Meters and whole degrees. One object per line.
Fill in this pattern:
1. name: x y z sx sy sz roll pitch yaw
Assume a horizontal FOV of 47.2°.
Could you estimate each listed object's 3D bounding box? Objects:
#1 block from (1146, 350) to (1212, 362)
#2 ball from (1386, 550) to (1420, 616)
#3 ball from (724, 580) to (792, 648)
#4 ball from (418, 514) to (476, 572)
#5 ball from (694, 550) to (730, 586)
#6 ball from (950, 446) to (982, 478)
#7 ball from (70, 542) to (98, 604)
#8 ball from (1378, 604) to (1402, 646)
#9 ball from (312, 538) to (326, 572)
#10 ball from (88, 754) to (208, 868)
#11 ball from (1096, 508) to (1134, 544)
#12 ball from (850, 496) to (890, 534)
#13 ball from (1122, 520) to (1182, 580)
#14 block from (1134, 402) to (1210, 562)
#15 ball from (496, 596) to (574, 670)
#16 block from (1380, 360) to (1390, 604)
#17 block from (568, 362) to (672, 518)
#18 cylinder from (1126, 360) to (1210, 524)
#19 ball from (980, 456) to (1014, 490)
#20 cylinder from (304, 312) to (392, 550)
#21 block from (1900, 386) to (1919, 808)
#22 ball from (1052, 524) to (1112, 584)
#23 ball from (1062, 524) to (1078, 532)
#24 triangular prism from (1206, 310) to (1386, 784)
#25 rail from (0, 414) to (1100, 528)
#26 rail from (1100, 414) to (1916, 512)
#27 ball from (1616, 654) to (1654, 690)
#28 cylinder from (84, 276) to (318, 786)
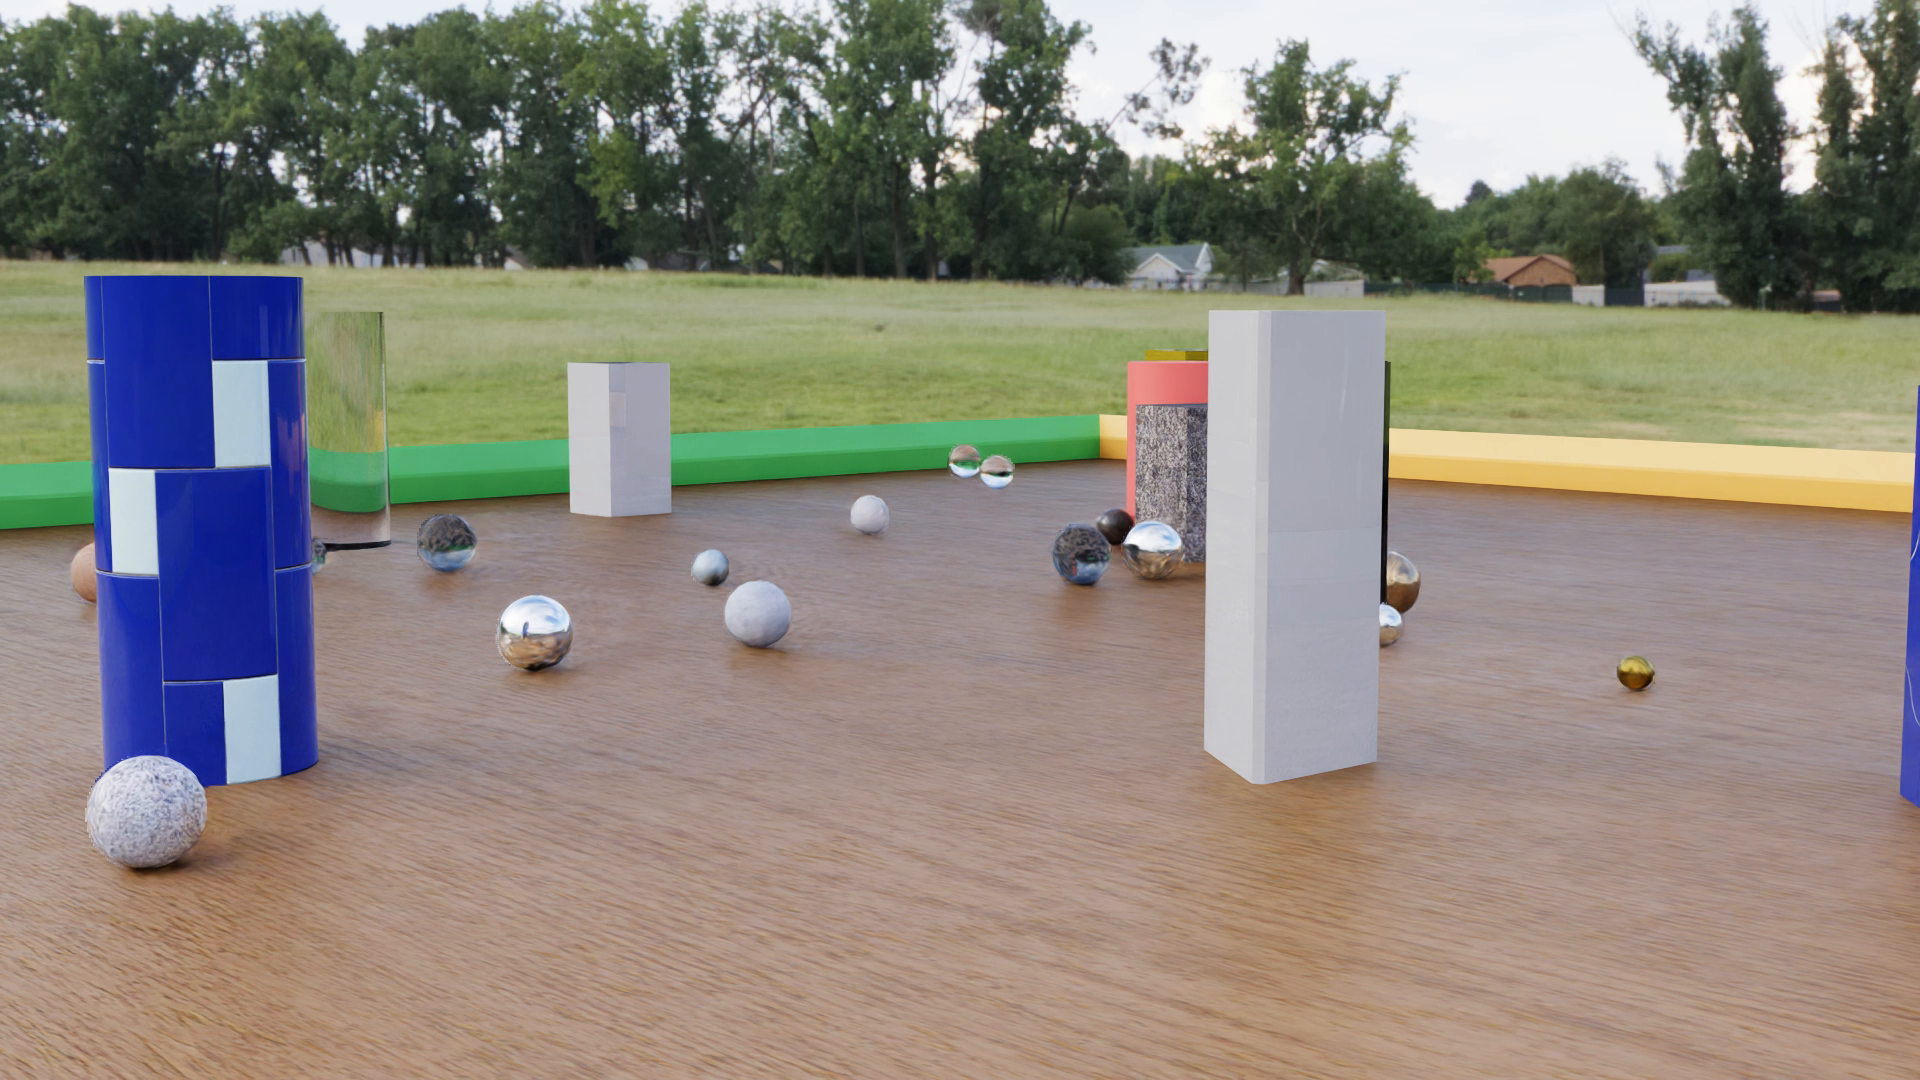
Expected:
1. block: 0.498 -0.217 4.620 0.160 0.363 0.160 -3 7 -26
2. ball: 0.618 0.065 3.191 0.099 0.099 0.099 0 6 0
3. ball: -0.268 0.098 2.917 0.089 0.089 0.089 0 6 0
4. ball: -0.878 0.005 3.765 0.098 0.098 0.098 0 6 0
5. ball: -0.404 0.045 3.571 0.059 0.059 0.059 0 6 0
6. ball: 0.014 -0.211 5.899 0.087 0.087 0.087 0 6 0
7. ball: -1.301 0.050 3.344 0.097 0.097 0.097 0 6 0
8. ball: 0.561 0.114 2.928 0.057 0.057 0.057 0 6 0
9. ball: -1.110 0.026 3.742 0.062 0.062 0.062 0 6 0
10. ball: -0.651 0.218 1.763 0.091 0.091 0.091 0 6 0
11. ball: 0.295 -0.026 4.199 0.071 0.071 0.071 0 6 0
12. ball: -0.180 -0.050 4.392 0.078 0.078 0.078 0 6 0
13. ball: 0.320 0.017 3.649 0.100 0.100 0.100 0 6 0
14. block: 0.430 -0.107 3.997 0.160 0.275 0.160 -3 7 -30
15. ball: -0.527 0.115 2.730 0.094 0.094 0.094 0 6 0
16. block: 0.501 -0.058 3.025 0.160 0.377 0.160 1 6 6
17. block: -0.752 -0.226 4.859 0.160 0.331 0.160 -6 8 -43
18. cylinder: 0.421 -0.169 4.237 0.200 0.347 0.200 0 6 0
19. ball: 0.092 -0.169 5.519 0.083 0.083 0.083 0 6 0
20. cylinder: -1.189 -0.211 4.175 0.200 0.443 0.200 0 6 0
21. block: 0.939 0.056 1.926 0.160 0.378 0.160 1 6 7
22. ball: 0.198 0.024 3.598 0.097 0.097 0.097 0 6 0
23. ball: 0.210 0.003 3.936 0.067 0.067 0.067 0 6 0
24. triangular prism: 0.300 -0.002 2.166 0.173 0.445 0.150 -5 8 -40
25. rail: -1.473 -0.132 4.919 5.206 0.130 0.045 -5 8 -42
26. rail: 1.896 -0.147 5.071 0.045 0.130 4.391 -5 8 -42
27. ball: 0.796 0.156 2.592 0.042 0.042 0.042 0 6 0
28. cylinder: -0.734 -0.015 2.137 0.200 0.477 0.200 0 6 0
